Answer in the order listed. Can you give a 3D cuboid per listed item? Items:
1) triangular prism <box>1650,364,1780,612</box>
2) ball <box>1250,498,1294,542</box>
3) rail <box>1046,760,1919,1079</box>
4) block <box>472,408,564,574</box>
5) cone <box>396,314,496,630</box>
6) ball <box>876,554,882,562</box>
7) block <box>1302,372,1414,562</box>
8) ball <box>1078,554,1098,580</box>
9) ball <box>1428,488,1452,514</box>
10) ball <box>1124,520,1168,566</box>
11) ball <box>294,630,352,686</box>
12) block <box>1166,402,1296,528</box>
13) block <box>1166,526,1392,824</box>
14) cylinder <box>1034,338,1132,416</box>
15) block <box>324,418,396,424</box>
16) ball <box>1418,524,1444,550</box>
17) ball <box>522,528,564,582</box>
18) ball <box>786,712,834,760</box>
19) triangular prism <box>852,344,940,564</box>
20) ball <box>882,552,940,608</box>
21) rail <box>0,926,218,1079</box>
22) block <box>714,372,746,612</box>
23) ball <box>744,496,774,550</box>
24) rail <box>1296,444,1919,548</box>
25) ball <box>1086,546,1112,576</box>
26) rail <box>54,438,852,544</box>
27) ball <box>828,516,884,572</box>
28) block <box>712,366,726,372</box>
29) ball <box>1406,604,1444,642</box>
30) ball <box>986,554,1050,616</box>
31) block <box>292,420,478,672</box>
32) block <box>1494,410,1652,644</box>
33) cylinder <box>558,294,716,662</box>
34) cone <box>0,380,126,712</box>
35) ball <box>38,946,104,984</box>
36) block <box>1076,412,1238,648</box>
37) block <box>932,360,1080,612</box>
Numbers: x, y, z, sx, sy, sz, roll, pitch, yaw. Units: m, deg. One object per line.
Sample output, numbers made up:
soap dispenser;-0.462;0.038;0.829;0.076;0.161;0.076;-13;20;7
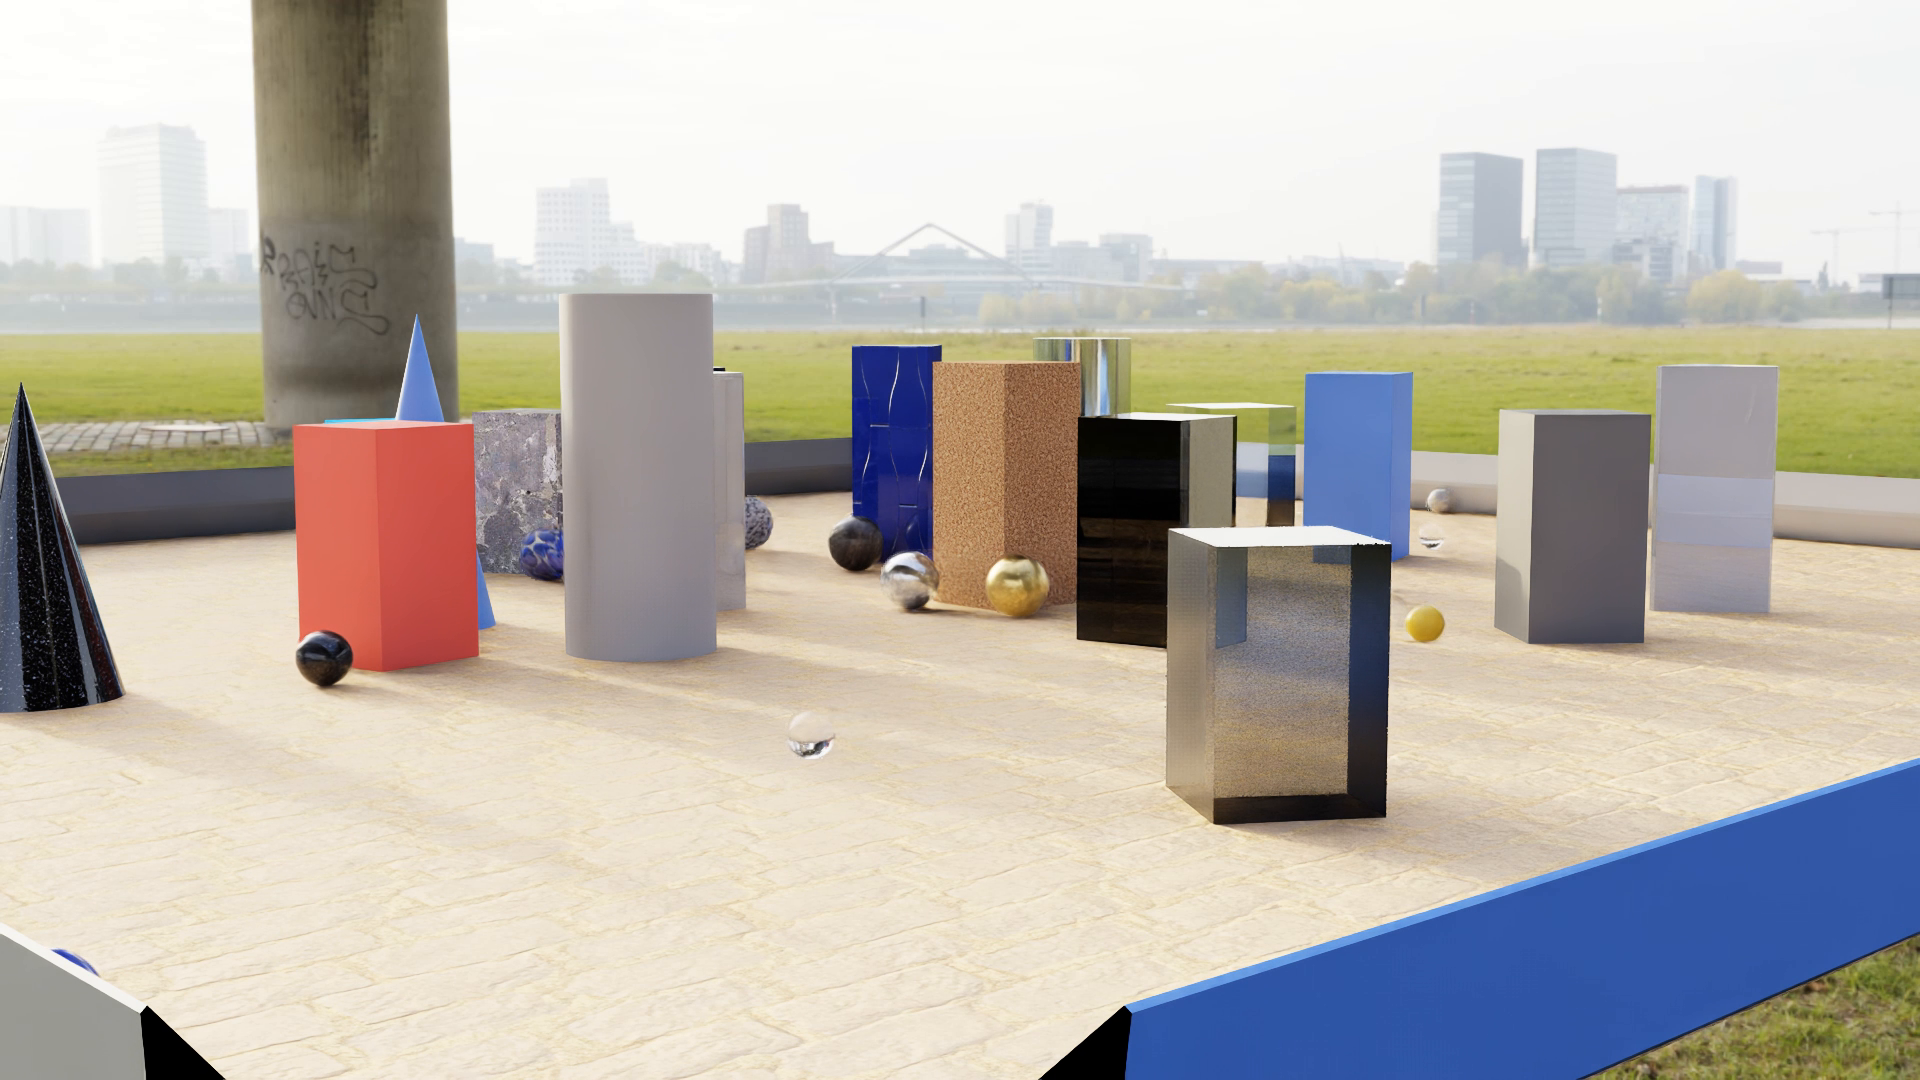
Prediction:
triangular prism;1.121;-0.082;3.316;0.171;0.363;0.148;1;6;7
ball;0.601;-0.039;4.236;0.087;0.087;0.087;0;6;0
rail;1.185;0.167;2.054;3.719;0.128;0.045;-5;8;-42
block;-0.727;-0.086;3.787;0.158;0.273;0.158;2;6;18
cone;-0.759;-0.098;3.095;0.197;0.441;0.197;0;6;0
ball;-0.158;0.022;3.864;0.041;0.041;0.041;0;6;0
block;0.718;-0.135;3.968;0.158;0.333;0.158;3;7;24
ball;0.207;0.045;3.650;0.041;0.041;0.041;0;6;0
ball;1.057;-0.086;4.843;0.053;0.053;0.053;0;6;0
ball;0.325;0.005;3.851;0.078;0.078;0.078;0;6;0
ball;-0.756;0.140;2.615;0.067;0.067;0.067;0;6;0
block;0.445;-0.078;3.632;0.158;0.289;0.158;-2;6;-21
block;0.284;0.117;1.988;0.158;0.243;0.158;-1;6;-10
cylinder;0.245;-0.211;4.429;0.197;0.389;0.197;0;6;0
block;-1.003;-0.081;3.835;0.158;0.253;0.158;-4;7;-31
ball;0.877;-0.005;4.095;0.048;0.048;0.048;0;6;0
ball;-0.678;0.025;3.623;0.087;0.087;0.087;0;6;0
ball;-0.149;0.194;2.188;0.048;0.048;0.048;0;6;0
triangular prism;-0.079;-0.154;3.911;0.171;0.383;0.148;4;7;34
ball;-0.073;0.060;3.288;0.086;0.086;0.086;0;6;0
rail;-1.349;0.163;2.094;0.045;0.128;3.543;-5;8;-42
block;-0.433;-0.074;3.284;0.158;0.353;0.158;-6;8;-43
ball;-0.398;-0.031;4.100;0.099;0.099;0.099;0;6;0
rail;1.349;-0.096;4.570;0.045;0.128;3.543;-5;8;-42
ball;0.231;0.036;3.705;0.048;0.048;0.048;0;6;0
rail;-1.185;-0.100;4.609;3.719;0.128;0.045;-5;8;-42
ball;-0.179;0.006;3.765;0.095;0.095;0.095;0;6;0
block;-0.540;-0.147;4.043;0.158;0.341;0.158;-5;8;-41
ball;0.625;0.112;2.955;0.052;0.052;0.052;0;6;0
ball;0.085;0.066;3.207;0.091;0.091;0.091;0;6;0
block;-0.732;0.003;2.808;0.158;0.300;0.158;4;7;35
block;0.836;-0.022;3.010;0.158;0.307;0.158;0;6;-3
cylinder;-0.419;-0.087;2.869;0.197;0.465;0.197;0;6;0
cone;-1.068;0.000;2.520;0.197;0.365;0.197;0;6;0
ball;-0.541;0.276;1.295;0.071;0.071;0.071;0;6;0
block;0.268;-0.017;2.988;0.158;0.302;0.158;4;7;34
block;0.070;-0.087;3.347;0.158;0.366;0.158;-5;8;-42
